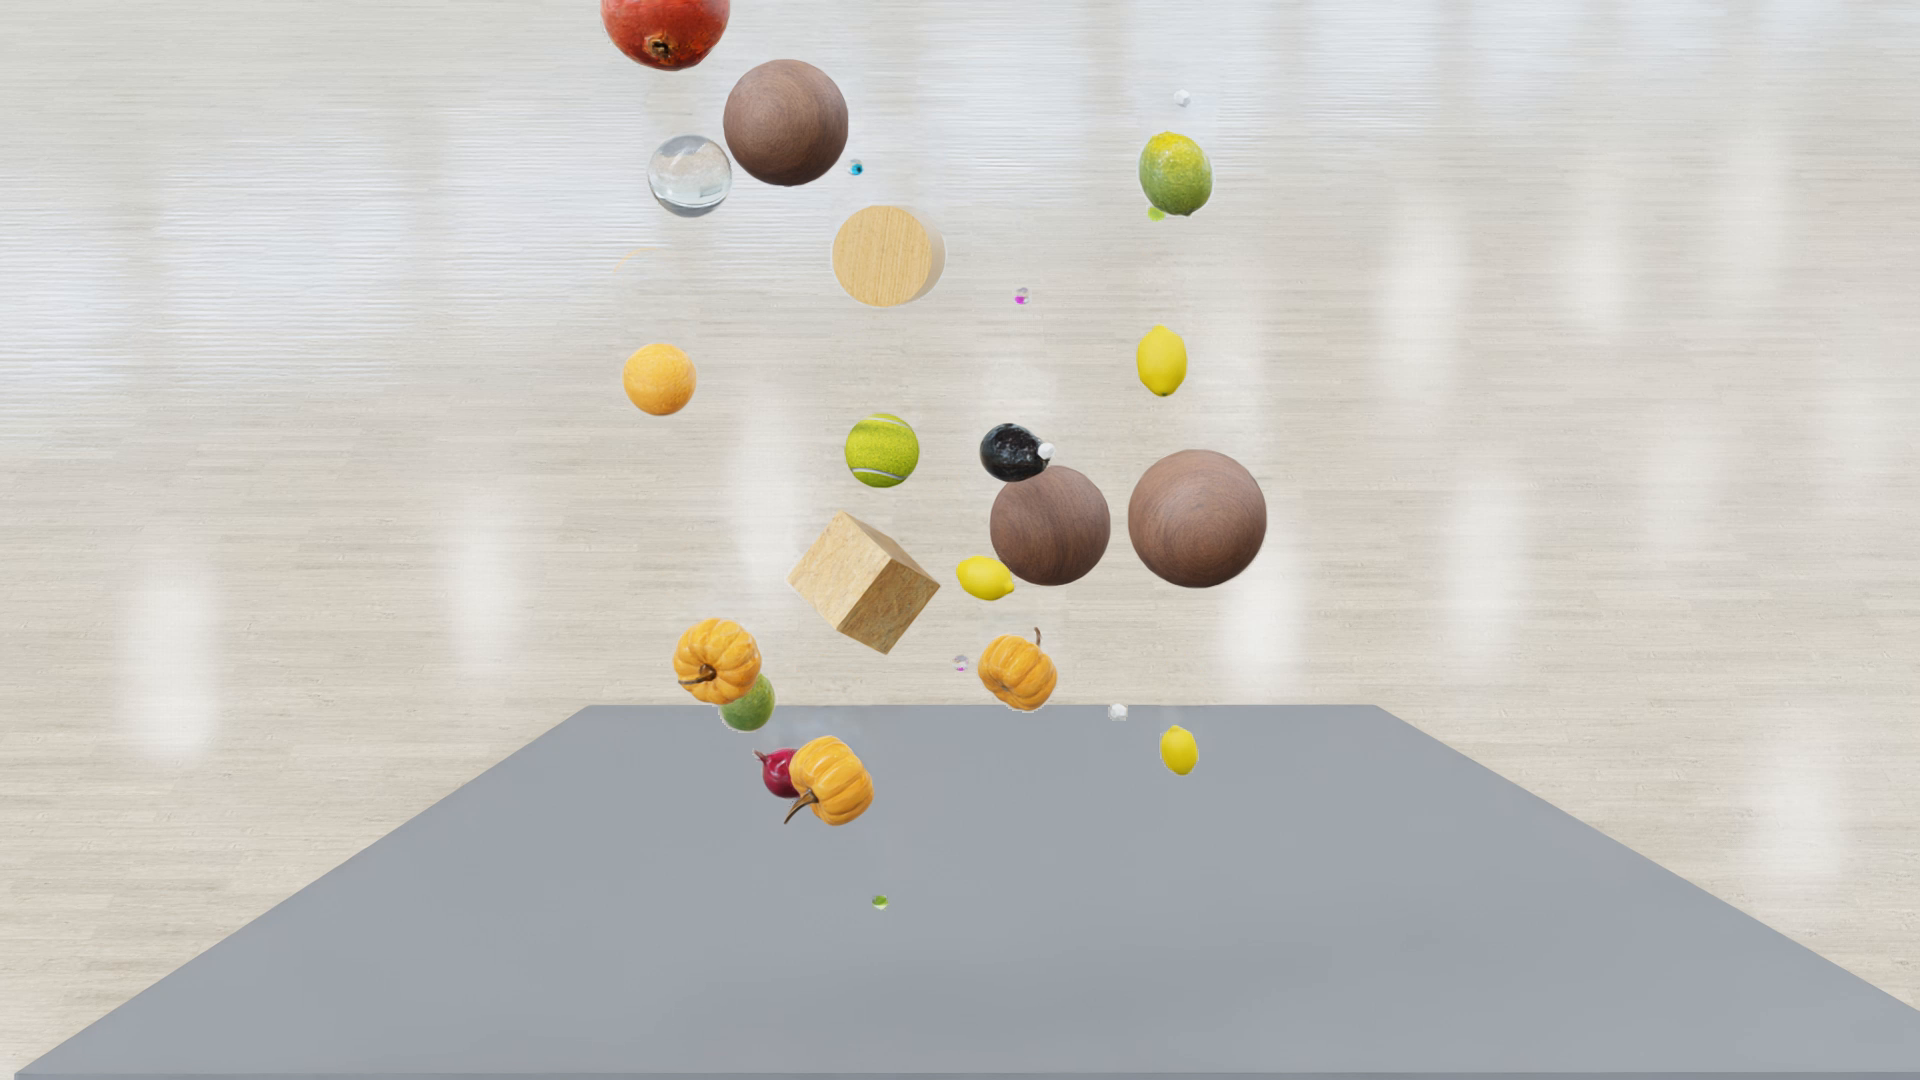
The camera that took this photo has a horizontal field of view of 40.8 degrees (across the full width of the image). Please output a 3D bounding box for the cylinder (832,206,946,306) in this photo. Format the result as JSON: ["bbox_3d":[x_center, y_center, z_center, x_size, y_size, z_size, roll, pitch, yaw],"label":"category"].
[{"bbox_3d":[-0.065,-0.262,2.372,0.091,0.091,0.091,4,8,7],"label":"cylinder"}]

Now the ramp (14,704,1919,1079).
[{"bbox_3d":[0.058,0.524,4.562,2.000,0.100,4.000,0,2,0],"label":"ramp"}]

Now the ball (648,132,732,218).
[{"bbox_3d":[-0.272,-0.366,2.591,0.085,0.085,0.085,0,25,0],"label":"ball"}]

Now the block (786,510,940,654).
[{"bbox_3d":[-0.094,0.041,2.498,0.087,0.087,0.087,43,8,38],"label":"block"}]
